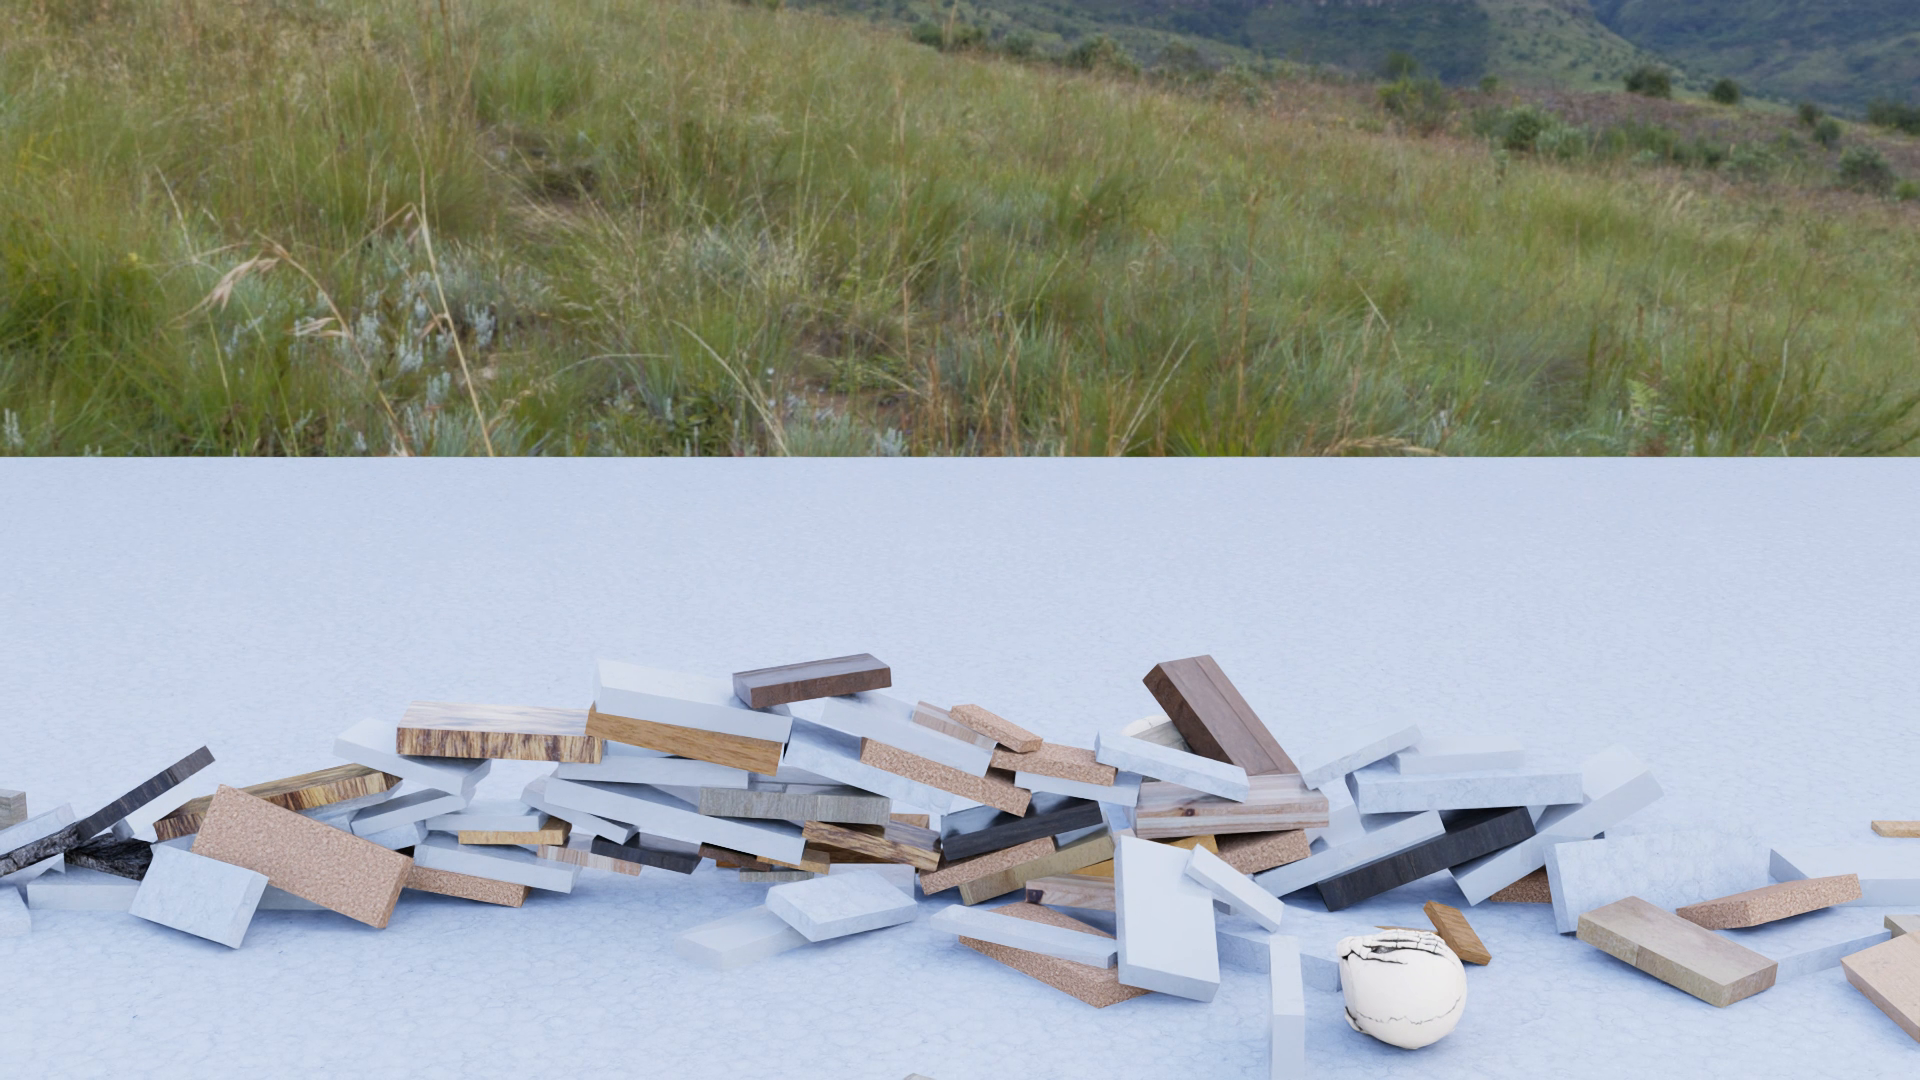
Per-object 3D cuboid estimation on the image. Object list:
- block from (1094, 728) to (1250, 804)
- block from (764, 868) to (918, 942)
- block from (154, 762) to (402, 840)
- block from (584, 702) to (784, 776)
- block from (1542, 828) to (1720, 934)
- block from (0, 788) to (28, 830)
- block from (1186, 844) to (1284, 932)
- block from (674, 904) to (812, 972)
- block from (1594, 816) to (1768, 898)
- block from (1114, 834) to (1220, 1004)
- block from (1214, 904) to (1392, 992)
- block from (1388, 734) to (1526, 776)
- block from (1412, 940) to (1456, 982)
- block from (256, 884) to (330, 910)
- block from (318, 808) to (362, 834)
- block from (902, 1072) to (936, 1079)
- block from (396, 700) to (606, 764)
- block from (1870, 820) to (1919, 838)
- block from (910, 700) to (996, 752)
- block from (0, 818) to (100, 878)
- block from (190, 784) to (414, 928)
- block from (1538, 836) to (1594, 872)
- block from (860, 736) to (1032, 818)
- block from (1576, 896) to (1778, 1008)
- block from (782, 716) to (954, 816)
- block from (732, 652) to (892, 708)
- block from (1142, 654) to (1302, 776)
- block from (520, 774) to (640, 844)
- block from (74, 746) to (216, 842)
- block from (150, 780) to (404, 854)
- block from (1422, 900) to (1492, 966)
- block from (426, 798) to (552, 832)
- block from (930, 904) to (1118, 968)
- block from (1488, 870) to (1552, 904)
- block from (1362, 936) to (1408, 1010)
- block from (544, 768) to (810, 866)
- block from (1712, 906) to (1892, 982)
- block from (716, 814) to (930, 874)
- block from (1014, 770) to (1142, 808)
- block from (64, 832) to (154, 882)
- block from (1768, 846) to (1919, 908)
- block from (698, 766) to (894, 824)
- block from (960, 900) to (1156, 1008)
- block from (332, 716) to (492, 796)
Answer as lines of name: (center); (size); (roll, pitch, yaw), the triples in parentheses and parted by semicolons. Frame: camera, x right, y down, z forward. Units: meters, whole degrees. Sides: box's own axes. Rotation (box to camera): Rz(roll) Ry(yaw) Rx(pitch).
block: (0.348, 0.371, 3.625); (0.252, 0.029, 0.103); (16, 11, -1)
block: (-0.186, 0.577, 3.485); (0.115, 0.033, 0.230); (30, 20, 37)
block: (-1.118, 0.423, 3.641); (0.429, 0.032, 0.113); (-13, 10, 14)
block: (-0.446, 0.310, 3.603); (0.313, 0.044, 0.157); (13, 10, -4)
block: (1.077, 0.546, 3.521); (0.275, 0.138, 0.039); (-3, -15, -16)
block: (-1.974, 0.478, 3.920); (0.747, 0.128, 0.036); (4, 11, 19)
block: (0.422, 0.534, 3.377); (0.164, 0.017, 0.062); (35, 29, -2)
block: (-0.321, 0.616, 3.440); (0.115, 0.033, 0.229); (10, 14, 43)
block: (1.180, 0.532, 3.596); (0.275, 0.138, 0.039); (-2, -15, -12)
block: (0.308, 0.566, 3.307); (0.141, 0.040, 0.283); (14, 33, -7)
block: (0.478, 0.614, 3.408); (0.333, 0.047, 0.167); (8, 13, 38)
block: (0.818, 0.354, 3.631); (0.205, 0.029, 0.103); (-4, 10, -1)
block: (0.722, 0.640, 3.351); (0.062, 0.017, 0.123); (2, 11, 11)
block: (-1.084, 0.570, 3.662); (0.291, 0.041, 0.145); (0, 11, 1)
block: (-1.133, 0.492, 3.649); (0.291, 0.041, 0.145); (-15, 10, 2)
block: (-0.072, 0.731, 2.856); (0.066, 0.019, 0.132); (7, 13, 33)
block: (-0.743, 0.313, 3.593); (0.323, 0.044, 0.157); (3, 11, -5)
block: (1.714, 0.524, 3.984); (0.105, 0.015, 0.053); (0, 11, 2)
block: (-0.008, 0.306, 3.631); (0.143, 0.020, 0.072); (21, 10, 2)
block: (-1.566, 0.528, 3.655); (0.246, 0.031, 0.109); (-22, 6, 4)
block: (-1.059, 0.508, 3.536); (0.347, 0.118, 0.034); (19, -10, 12)
block: (1.079, 0.527, 3.711); (0.257, 0.036, 0.128); (2, 11, 11)
block: (-0.025, 0.374, 3.643); (0.283, 0.040, 0.141); (19, 10, -5)
block: (1.080, 0.619, 3.320); (0.131, 0.037, 0.262); (-10, 21, -34)
block: (-0.151, 0.372, 3.636); (0.283, 0.040, 0.141); (19, 10, -7)
block: (-0.244, 0.230, 3.614); (0.237, 0.034, 0.118); (-8, 11, -19)
block: (0.503, 0.372, 4.050); (0.176, 0.050, 0.360); (-5, 52, -51)
block: (-0.630, 0.449, 3.672); (0.188, 0.027, 0.094); (22, 10, 5)
block: (-1.348, 0.419, 3.640); (0.219, 0.031, 0.109); (-30, 6, 18)
block: (-1.133, 0.456, 3.651); (0.407, 0.027, 0.094); (-15, 10, 6)
block: (0.766, 0.605, 3.388); (0.060, 0.017, 0.121); (19, 22, -23)
block: (-0.783, 0.457, 3.659); (0.188, 0.027, 0.094); (1, 10, 3)
block: (0.103, 0.601, 3.341); (0.312, 0.019, 0.067); (7, 12, 32)
block: (1.009, 0.569, 3.681); (0.257, 0.036, 0.128); (1, 11, 4)
block: (0.628, 0.638, 3.244); (0.019, 0.067, 0.134); (-43, -3, 18)
block: (-0.462, 0.446, 3.667); (0.432, 0.044, 0.155); (14, 10, 1)
block: (1.292, 0.622, 3.394); (0.262, 0.037, 0.131); (-6, 12, -28)
block: (-0.238, 0.528, 3.867); (0.352, 0.050, 0.176); (1, 11, 5)
block: (0.197, 0.397, 3.629); (0.201, 0.028, 0.100); (9, 10, 7)
block: (-1.403, 0.531, 3.690); (0.187, 0.027, 0.094); (6, 12, 30)
block: (1.686, 0.561, 3.695); (0.594, 0.047, 0.167); (-1, 11, -3)
block: (-0.268, 0.420, 3.653); (0.311, 0.044, 0.155); (3, 10, 1)
block: (0.156, 0.628, 3.356); (0.141, 0.040, 0.335); (-8, 13, -36)
block: (-0.891, 0.351, 3.583); (0.226, 0.032, 0.113); (16, 16, 9)
